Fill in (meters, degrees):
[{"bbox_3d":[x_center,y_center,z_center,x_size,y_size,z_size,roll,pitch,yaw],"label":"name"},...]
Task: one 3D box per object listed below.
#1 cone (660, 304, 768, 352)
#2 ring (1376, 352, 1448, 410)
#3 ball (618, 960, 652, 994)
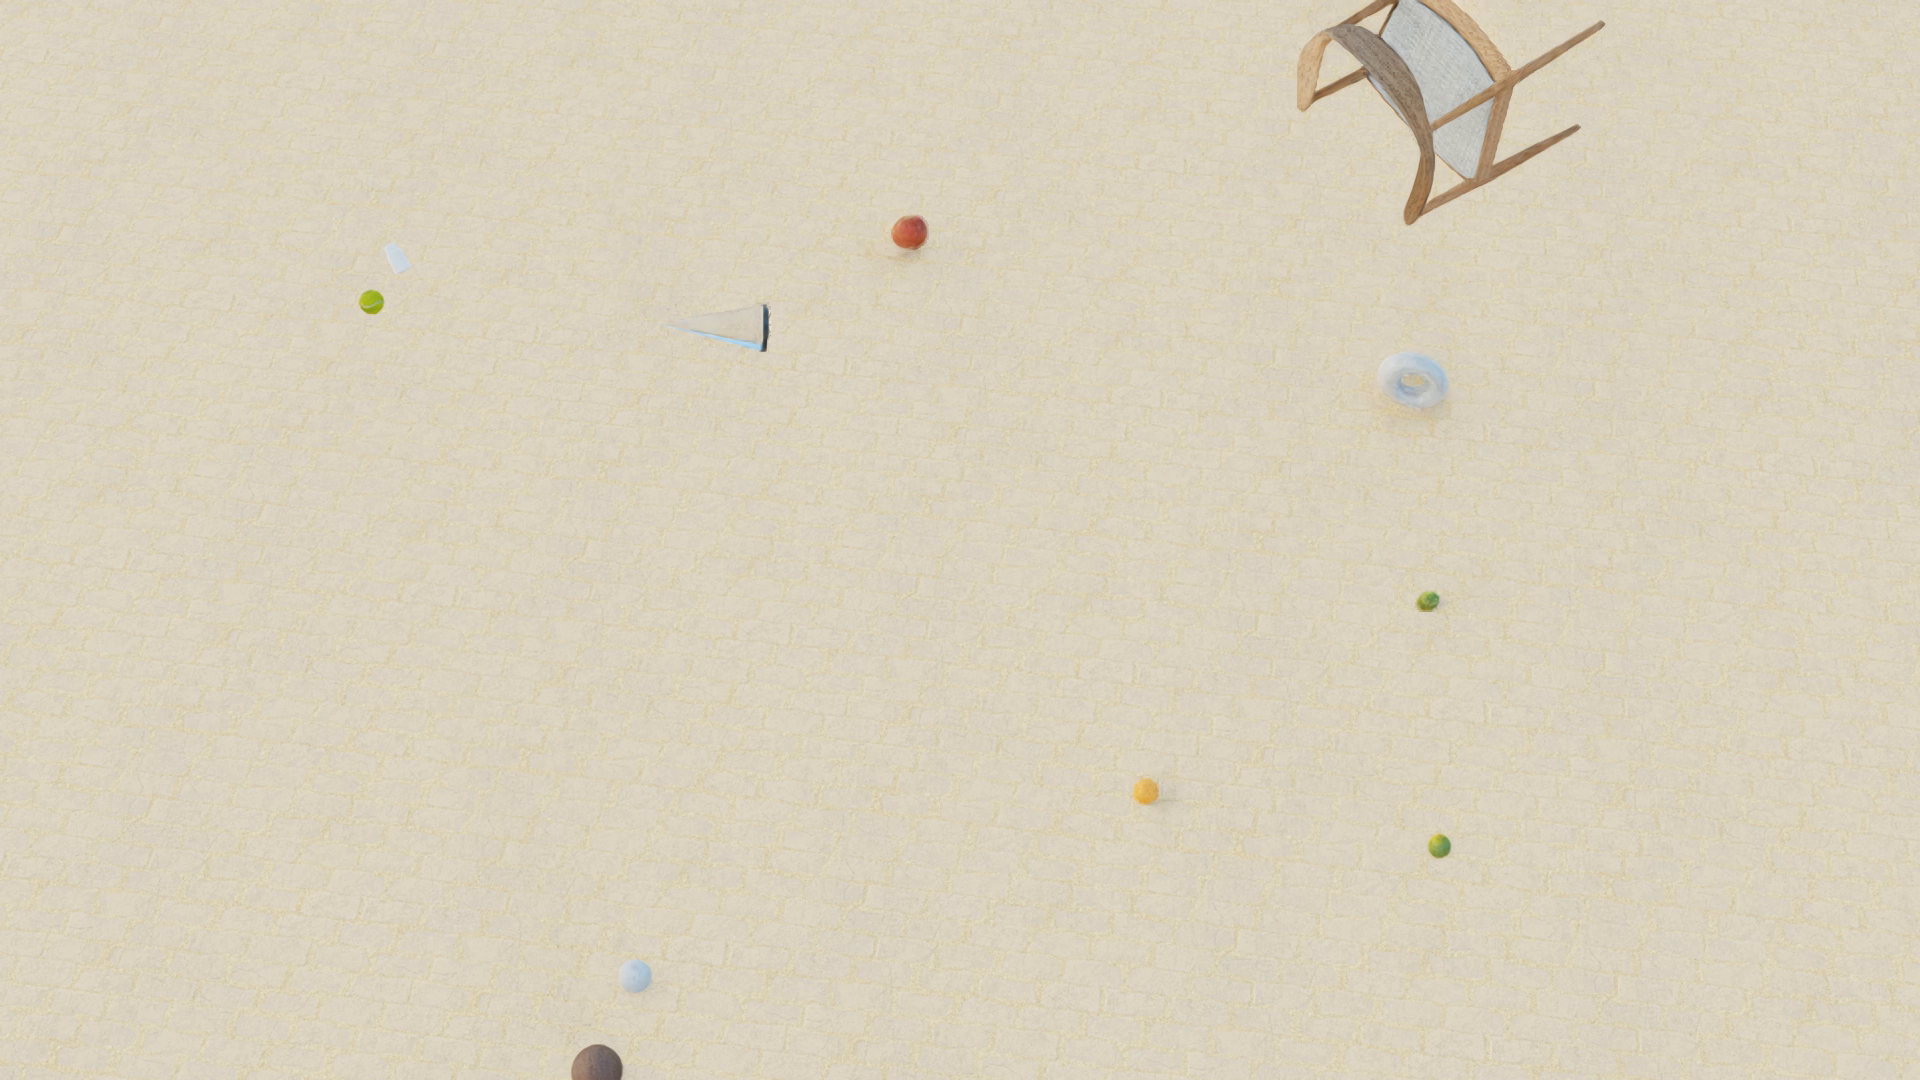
[{"bbox_3d":[-0.780,-0.673,6.910,0.345,0.138,0.162,2,59,-10],"label":"cone"},{"bbox_3d":[1.401,-0.492,6.806,0.226,0.170,0.101,18,30,-4],"label":"ring"},{"bbox_3d":[-0.850,1.141,5.755,0.088,0.088,0.088,0,56,0],"label":"ball"}]
